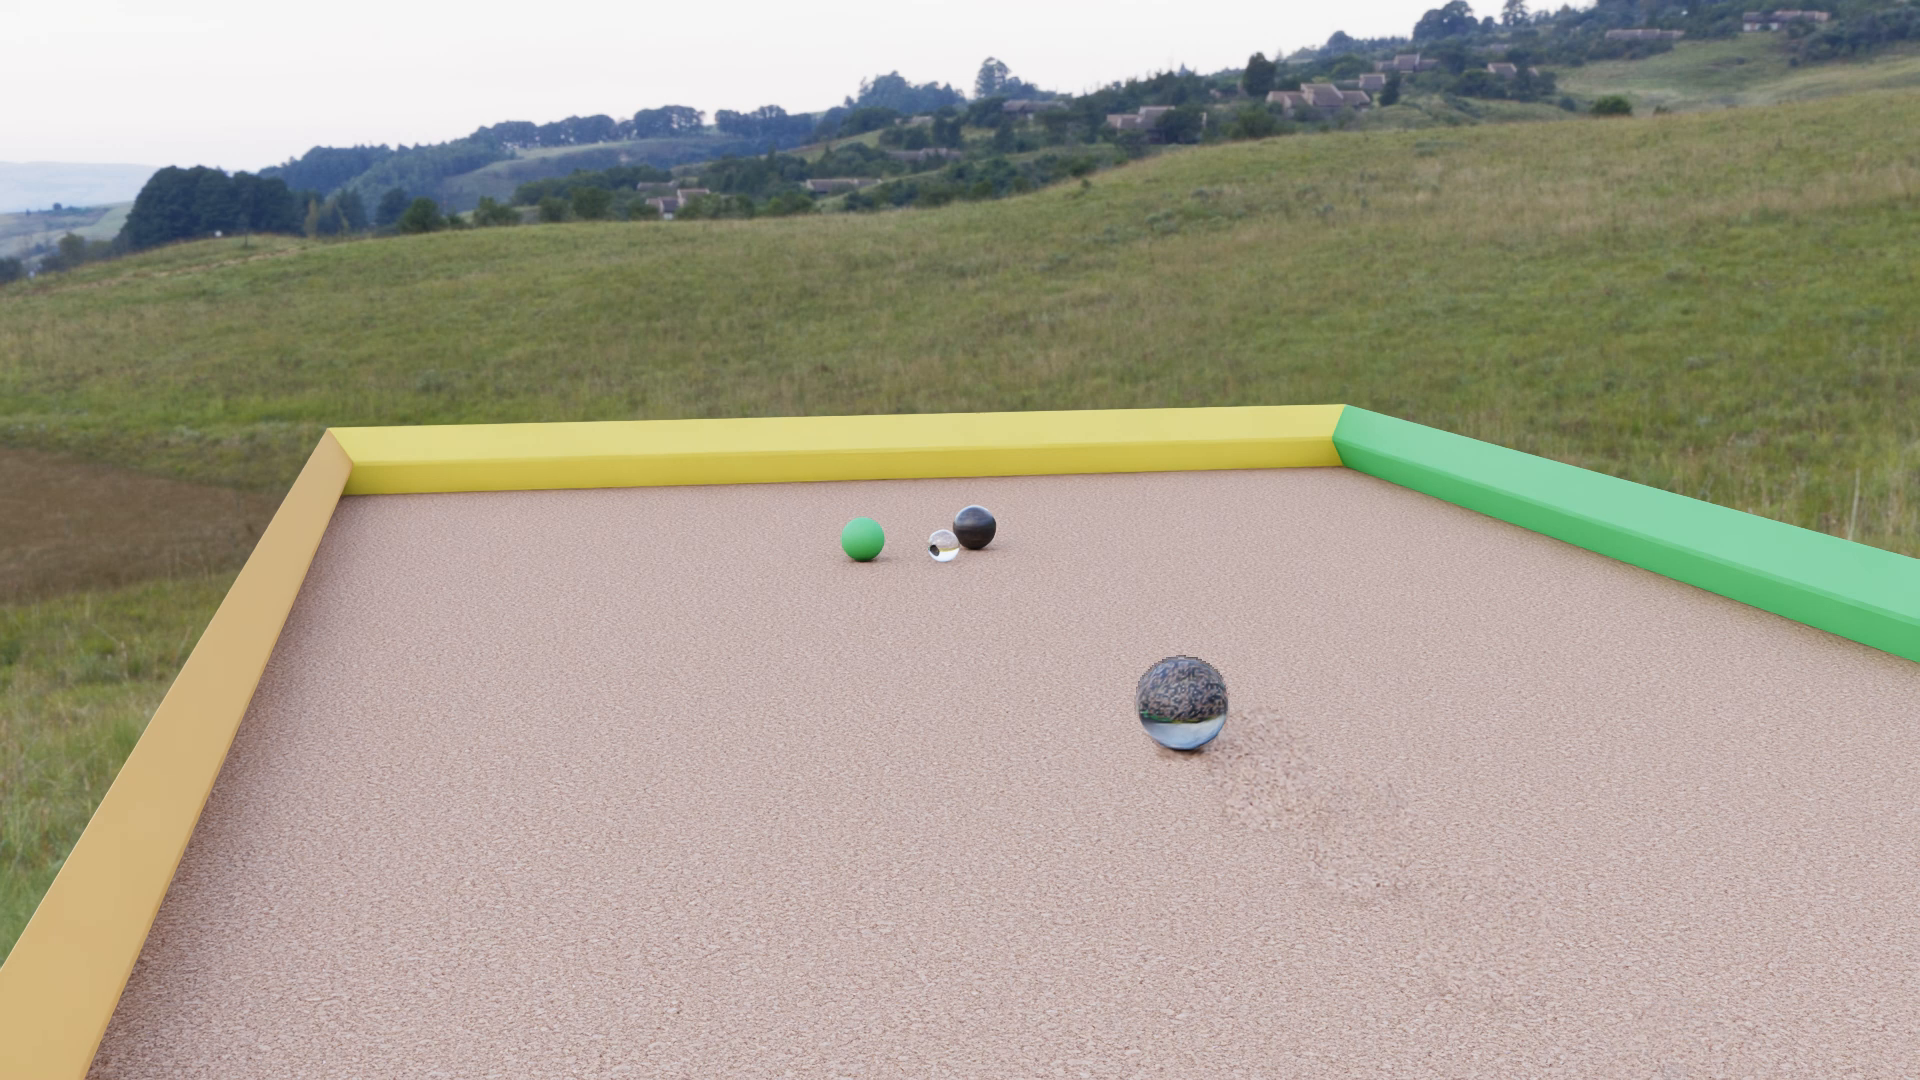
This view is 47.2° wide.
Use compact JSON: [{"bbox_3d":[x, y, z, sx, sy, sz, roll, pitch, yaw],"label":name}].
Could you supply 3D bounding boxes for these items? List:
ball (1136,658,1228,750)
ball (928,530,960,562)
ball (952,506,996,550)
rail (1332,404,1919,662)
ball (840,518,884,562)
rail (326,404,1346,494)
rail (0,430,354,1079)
[{"bbox_3d":[0.225,0.166,2.219,0.093,0.093,0.093,0,10,0],"label":"ball"},{"bbox_3d":[-0.025,0.009,3.285,0.048,0.048,0.048,0,10,0],"label":"ball"},{"bbox_3d":[0.022,-0.020,3.395,0.068,0.068,0.068,0,10,0],"label":"ball"},{"bbox_3d":[1.113,0.081,2.630,0.045,0.120,3.568,-2,10,-12],"label":"rail"},{"bbox_3d":[-0.145,-0.001,3.293,0.066,0.066,0.066,0,10,0],"label":"ball"},{"bbox_3d":[-0.181,-0.171,4.132,1.942,0.120,0.045,-2,10,-12],"label":"rail"},{"bbox_3d":[-0.740,0.147,2.240,0.045,0.120,3.568,-2,10,-12],"label":"rail"}]
